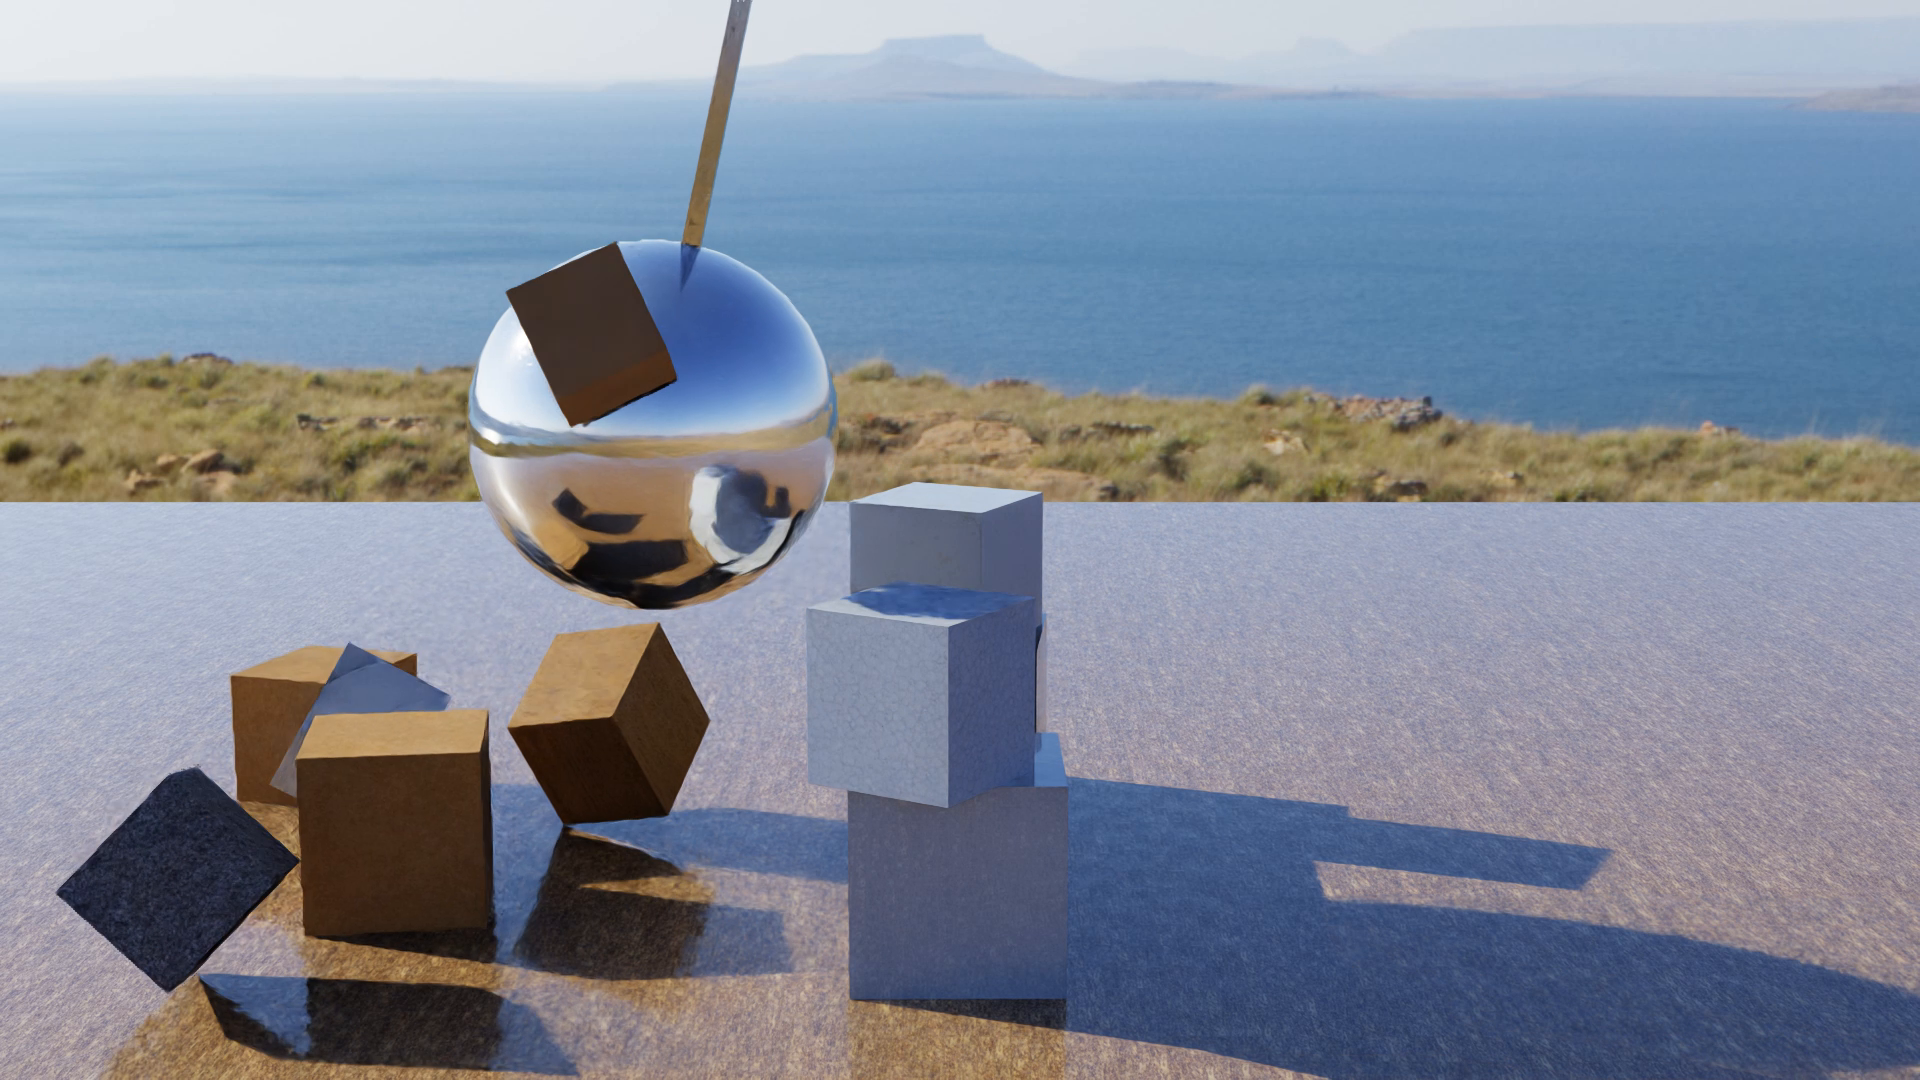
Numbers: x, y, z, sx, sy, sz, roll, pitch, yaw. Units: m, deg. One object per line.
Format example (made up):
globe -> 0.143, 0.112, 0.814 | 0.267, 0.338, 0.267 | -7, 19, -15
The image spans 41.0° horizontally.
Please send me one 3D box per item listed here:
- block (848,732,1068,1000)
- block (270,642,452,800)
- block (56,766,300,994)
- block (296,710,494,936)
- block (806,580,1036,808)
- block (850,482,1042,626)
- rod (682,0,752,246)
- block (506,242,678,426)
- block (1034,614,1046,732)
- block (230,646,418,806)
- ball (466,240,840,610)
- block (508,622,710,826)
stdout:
block -> -0.012, 1.277, 10.183 | 0.834, 0.843, 0.810 | 0, 10, -1
block -> -2.778, 0.929, 11.896 | 0.532, 0.523, 0.544 | 29, 46, -10
block -> -2.988, 1.292, 9.858 | 0.558, 0.591, 0.614 | 43, -7, -4
block -> -2.385, 1.189, 10.909 | 0.739, 0.757, 0.729 | -1, 10, -8
block -> -0.145, 0.573, 9.795 | 0.632, 0.682, 0.628 | 6, 12, 31
block -> -0.061, 0.117, 12.428 | 0.703, 0.659, 0.674 | 5, 12, 26
rod -> -0.573, -3.758, 10.497 | 0.080, 5.200, 0.080 | 13, 10, -2
block -> -1.450, -0.808, 10.134 | 0.469, 0.487, 0.399 | -25, -11, -6
block -> 0.002, 0.851, 12.558 | 0.795, 0.833, 0.880 | 1, 10, 5
block -> -3.138, 0.923, 12.737 | 0.611, 0.628, 0.703 | 3, 11, 18
ball -> -1.321, -0.495, 11.090 | 1.600, 1.600, 1.600 | 0, 10, 0
block -> -1.644, 0.868, 12.096 | 0.563, 0.635, 0.653 | -7, 36, 23
